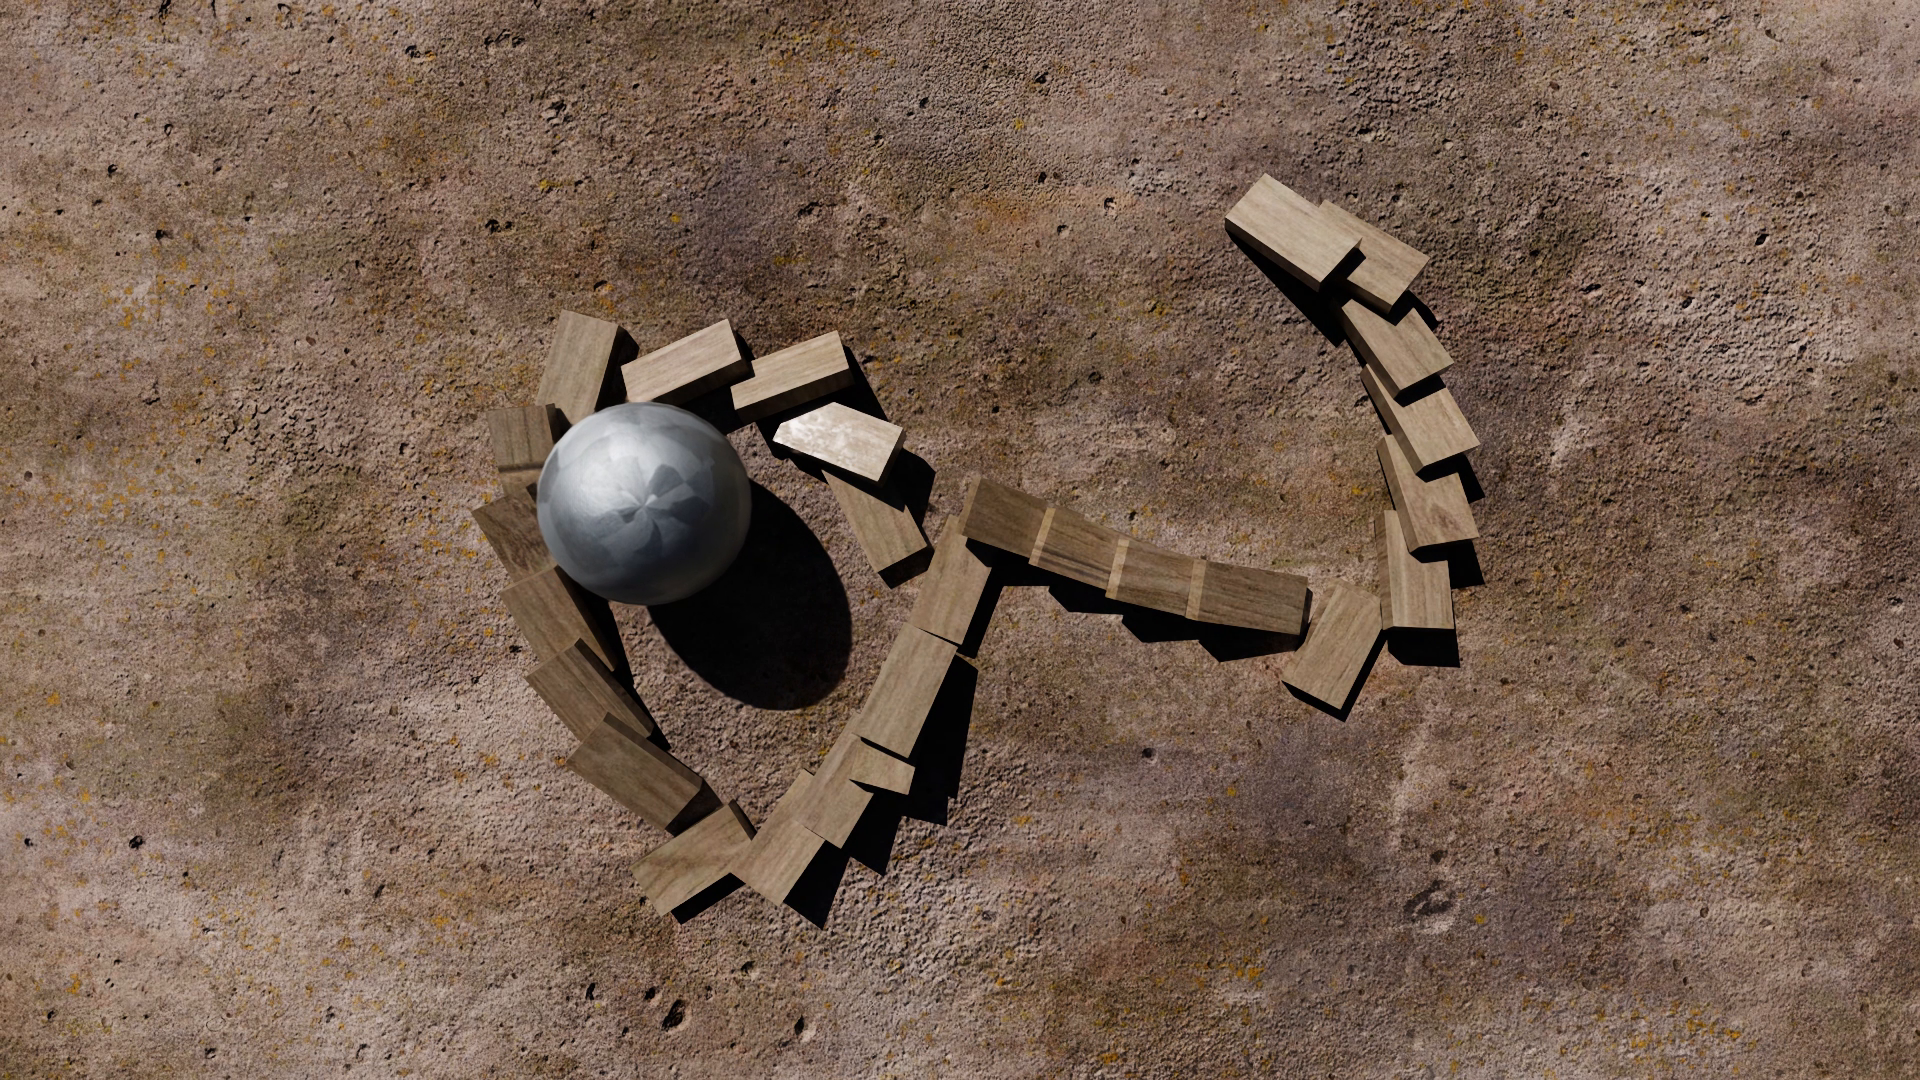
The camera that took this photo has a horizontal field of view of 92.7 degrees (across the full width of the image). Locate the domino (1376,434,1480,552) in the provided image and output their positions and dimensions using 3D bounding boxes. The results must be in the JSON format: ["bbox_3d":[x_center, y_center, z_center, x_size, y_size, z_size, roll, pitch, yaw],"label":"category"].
[{"bbox_3d":[0.197,-0.022,0.388,0.025,0.009,0.050,-9,73,0],"label":"domino"}]

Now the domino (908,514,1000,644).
[{"bbox_3d":[-0.002,0.017,0.395,0.025,0.010,0.050,21,90,0],"label":"domino"}]

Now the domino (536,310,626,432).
[{"bbox_3d":[-0.164,-0.071,0.395,0.025,0.010,0.050,16,90,0],"label":"domino"}]

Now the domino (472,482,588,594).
[{"bbox_3d":[-0.180,0.004,0.388,0.025,0.009,0.050,-24,106,1],"label":"domino"}]

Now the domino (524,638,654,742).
[{"bbox_3d":[-0.156,0.069,0.388,0.025,0.009,0.050,-34,106,1],"label":"domino"}]

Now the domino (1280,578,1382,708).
[{"bbox_3d":[0.162,0.044,0.395,0.025,0.009,0.050,27,90,0],"label":"domino"}]

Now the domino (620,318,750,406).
[{"bbox_3d":[-0.117,-0.072,0.390,0.050,0.010,0.025,-24,60,0],"label":"domino"}]

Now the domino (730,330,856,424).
[{"bbox_3d":[-0.072,-0.069,0.389,0.050,0.010,0.025,-20,54,0],"label":"domino"}]

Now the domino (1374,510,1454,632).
[{"bbox_3d":[0.192,0.013,0.389,0.025,0.009,0.050,3,75,0],"label":"domino"}]

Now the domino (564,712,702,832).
[{"bbox_3d":[-0.138,0.098,0.388,0.050,0.009,0.025,41,94,-15],"label":"domino"}]

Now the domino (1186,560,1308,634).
[{"bbox_3d":[0.122,0.024,0.388,0.050,0.009,0.025,9,90,-17],"label":"domino"}]

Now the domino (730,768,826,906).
[{"bbox_3d":[-0.072,0.125,0.389,0.025,0.009,0.050,36,75,0],"label":"domino"}]

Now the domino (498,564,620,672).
[{"bbox_3d":[-0.169,0.038,0.388,0.025,0.009,0.050,-24,107,0],"label":"domino"}]

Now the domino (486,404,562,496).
[{"bbox_3d":[-0.181,-0.031,0.389,0.025,0.010,0.050,-6,104,0],"label":"domino"}]

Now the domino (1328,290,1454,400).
[{"bbox_3d":[0.182,-0.087,0.388,0.025,0.010,0.050,-27,73,0],"label":"domino"}]

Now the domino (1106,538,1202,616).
[{"bbox_3d":[0.089,0.018,0.388,0.050,0.010,0.025,14,90,-17],"label":"domino"}]

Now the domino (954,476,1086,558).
[{"bbox_3d":[0.026,-0.007,0.387,0.050,0.009,0.025,18,90,-20],"label":"domino"}]

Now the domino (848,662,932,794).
[{"bbox_3d":[-0.028,0.079,0.387,0.025,0.010,0.050,17,73,-5],"label":"domino"}]

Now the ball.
[{"bbox_3d":[-0.123,-0.014,0.360,0.080,0.080,0.080,0,90,0],"label":"ball"}]

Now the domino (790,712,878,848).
[{"bbox_3d":[-0.048,0.101,0.388,0.025,0.009,0.050,32,73,0],"label":"domino"}]

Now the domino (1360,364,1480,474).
[{"bbox_3d":[0.194,-0.056,0.388,0.025,0.010,0.050,-21,73,0],"label":"domino"}]

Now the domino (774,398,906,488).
[{"bbox_3d":[-0.051,-0.043,0.388,0.050,0.010,0.025,22,79,13],"label":"domino"}]

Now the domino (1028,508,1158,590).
[{"bbox_3d":[0.057,0.006,0.388,0.050,0.010,0.025,19,90,-17],"label":"domino"}]

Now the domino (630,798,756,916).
[{"bbox_3d":[-0.113,0.137,0.395,0.050,0.010,0.025,-33,90,0],"label":"domino"}]

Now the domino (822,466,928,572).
[{"bbox_3d":[-0.037,-0.014,0.395,0.025,0.010,0.050,-28,90,0],"label":"domino"}]

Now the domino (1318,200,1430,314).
[{"bbox_3d":[0.168,-0.120,0.388,0.050,0.009,0.025,39,90,18],"label":"domino"}]

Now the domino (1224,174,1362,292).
[{"bbox_3d":[0.140,-0.130,0.387,0.050,0.010,0.025,43,92,19],"label":"domino"}]

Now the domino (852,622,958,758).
[{"bbox_3d":[-0.023,0.063,0.383,0.025,0.009,0.050,26,72,-2],"label":"domino"}]
